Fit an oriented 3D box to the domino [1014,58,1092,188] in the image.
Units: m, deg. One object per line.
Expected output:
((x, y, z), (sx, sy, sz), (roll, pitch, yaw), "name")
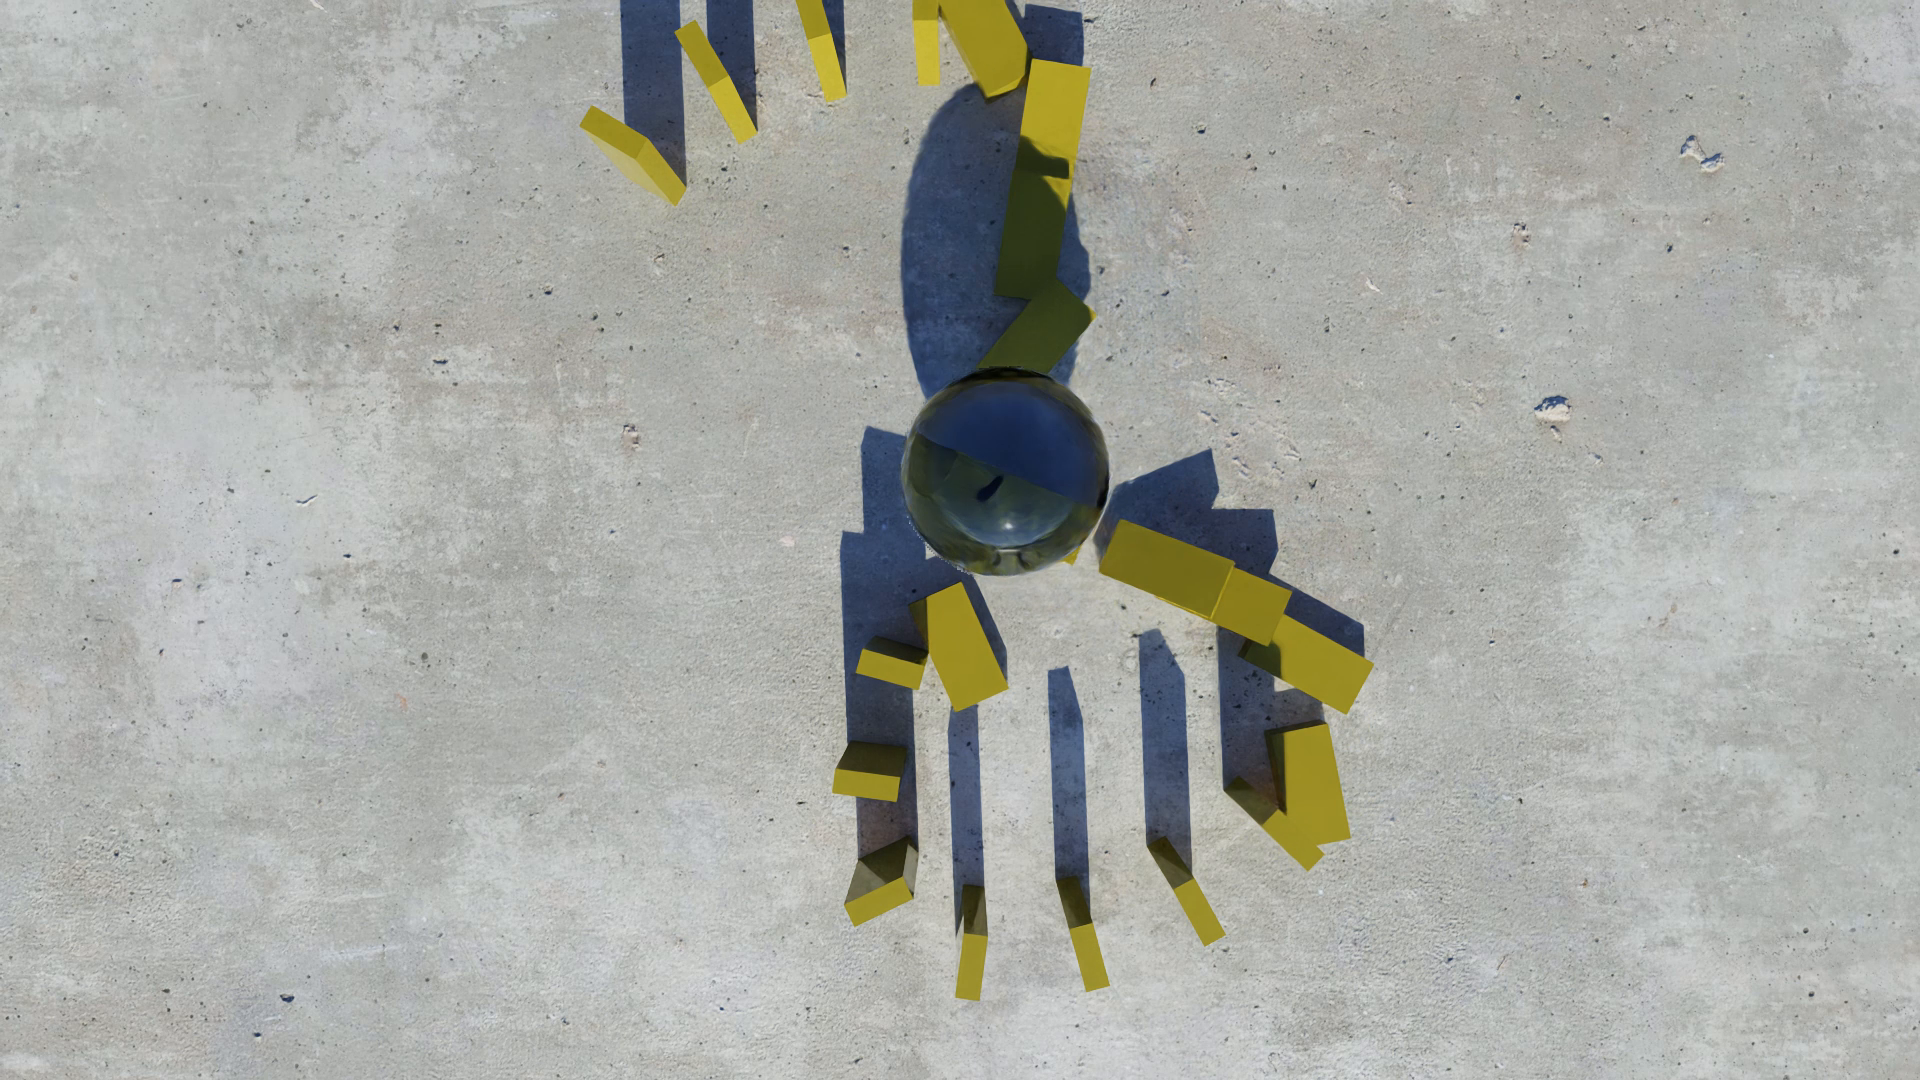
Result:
((0.039, -0.175, 0.390), (0.025, 0.009, 0.050), (9, 102, 0), "domino")

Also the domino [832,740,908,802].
((-0.036, 0.094, 0.375), (0.025, 0.050, 0.009), (8, 90, 0), "domino")

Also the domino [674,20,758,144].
((-0.099, -0.186, 0.375), (0.009, 0.050, 0.025), (-31, 90, 0), "domino")

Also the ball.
((0.017, -0.026, 0.351), (0.080, 0.080, 0.080), (0, 90, 0), "ball")

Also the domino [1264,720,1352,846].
((0.150, 0.105, 0.395), (0.025, 0.009, 0.050), (-11, 90, 0), "domino")

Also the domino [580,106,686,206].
((-0.132, -0.156, 0.375), (0.025, 0.050, 0.009), (31, 90, 0), "domino")

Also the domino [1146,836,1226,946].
((0.092, 0.142, 0.375), (0.009, 0.050, 0.025), (-29, 90, 0), "domino")

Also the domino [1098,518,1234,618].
((0.087, 0.012, 0.386), (0.050, 0.010, 0.025), (23, 89, 21), "domino")

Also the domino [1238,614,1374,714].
((0.149, 0.052, 0.395), (0.050, 0.009, 0.025), (29, 90, 0), "domino")

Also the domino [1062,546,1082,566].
((0.030, -0.010, 0.395), (0.050, 0.009, 0.025), (23, 90, 0), "domino")

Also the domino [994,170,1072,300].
((0.031, -0.128, 0.390), (0.025, 0.009, 0.050), (9, 102, 0), "domino")

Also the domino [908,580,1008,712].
((-0.001, 0.046, 0.395), (0.025, 0.009, 0.050), (-24, 90, 0), "domino")

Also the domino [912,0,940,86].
((-0.013, -0.211, 0.375), (0.009, 0.050, 0.025), (-1, 90, 0), "domino")

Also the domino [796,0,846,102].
((-0.057, -0.204, 0.375), (0.010, 0.050, 0.025), (-17, 90, 0), "domino")

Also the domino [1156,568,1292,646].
((0.112, 0.023, 0.390), (0.050, 0.010, 0.025), (24, 90, 12), "domino")

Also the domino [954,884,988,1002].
((0.004, 0.163, 0.375), (0.009, 0.050, 0.025), (8, 90, 0), "domino")

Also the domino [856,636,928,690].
((-0.027, 0.049, 0.375), (0.025, 0.050, 0.009), (16, 90, 0), "domino")

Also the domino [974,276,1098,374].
((0.032, -0.084, 0.390), (0.025, 0.010, 0.050), (40, 100, -6), "domino")

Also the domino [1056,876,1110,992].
((0.050, 0.160, 0.375), (0.010, 0.050, 0.025), (-15, 90, 0), "domino")

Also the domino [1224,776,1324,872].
((0.127, 0.115, 0.375), (0.025, 0.050, 0.009), (44, 90, 0), "domino")

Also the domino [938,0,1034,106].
((0.011, -0.218, 0.395), (0.025, 0.010, 0.050), (-28, 90, 0), "domino")

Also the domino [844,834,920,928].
((-0.031, 0.138, 0.375), (0.025, 0.050, 0.010), (-26, 90, 0), "domino")
